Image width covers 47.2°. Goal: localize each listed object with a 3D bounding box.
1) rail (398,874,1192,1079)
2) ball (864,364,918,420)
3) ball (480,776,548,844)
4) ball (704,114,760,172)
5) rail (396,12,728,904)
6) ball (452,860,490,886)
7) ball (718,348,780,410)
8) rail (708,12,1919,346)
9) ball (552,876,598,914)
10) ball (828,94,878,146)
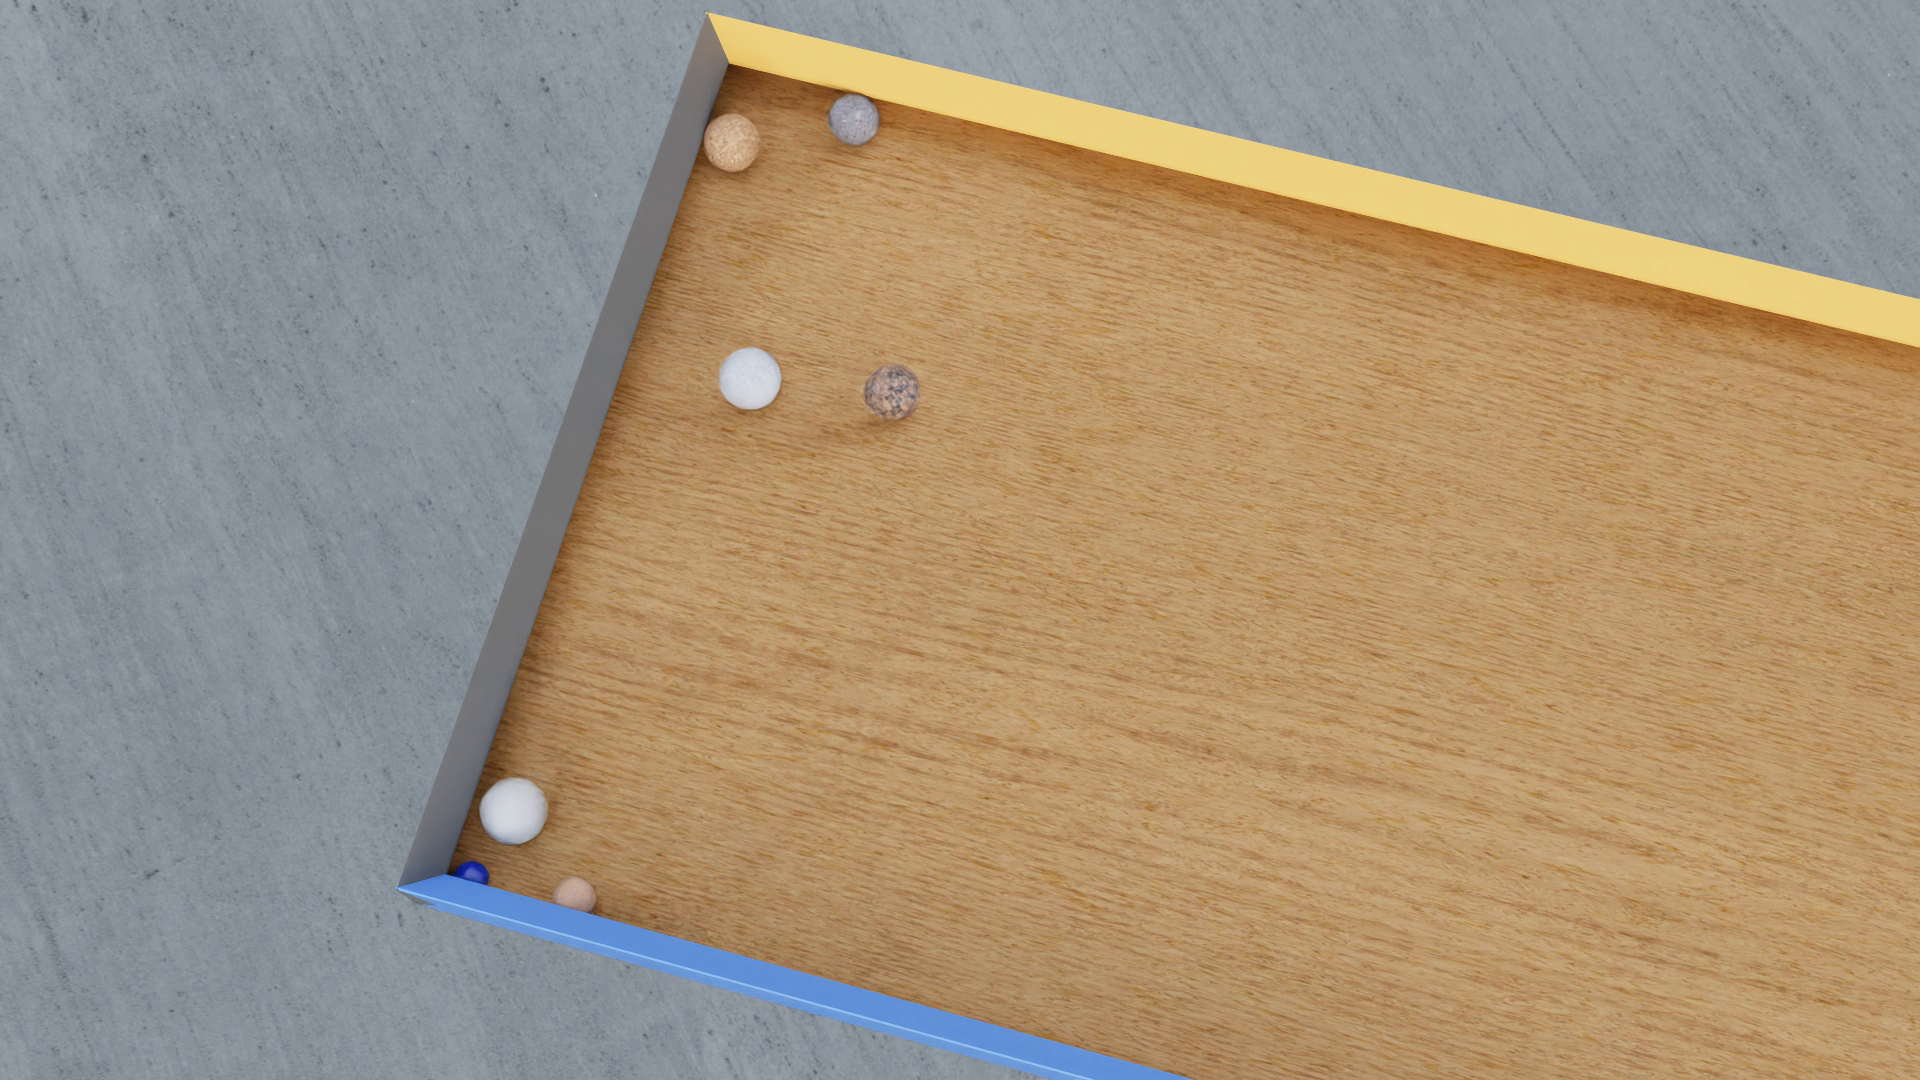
[{"bbox_3d":[0.424,0.812,3.108,2.541,0.129,0.045,14,72,5],"label":"rail"},{"bbox_3d":[-0.109,-0.234,3.491,0.088,0.088,0.088,0,71,0],"label":"ball"},{"bbox_3d":[-0.663,0.402,3.266,0.099,0.099,0.099,0,71,0],"label":"ball"},{"bbox_3d":[-0.377,-0.657,3.633,0.094,0.094,0.094,0,71,0],"label":"ball"},{"bbox_3d":[-0.590,-0.159,3.442,0.045,0.129,1.501,14,72,5],"label":"rail"},{"bbox_3d":[-0.724,0.502,3.256,0.053,0.053,0.053,0,71,0],"label":"ball"},{"bbox_3d":[-0.334,-0.256,3.493,0.099,0.099,0.099,0,71,0],"label":"ball"},{"bbox_3d":[0.803,-0.514,3.565,2.541,0.129,0.045,14,72,5],"label":"rail"},{"bbox_3d":[-0.567,0.529,3.241,0.065,0.065,0.065,0,71,0],"label":"ball"},{"bbox_3d":[-0.177,-0.698,3.652,0.084,0.084,0.084,0,71,0],"label":"ball"}]
